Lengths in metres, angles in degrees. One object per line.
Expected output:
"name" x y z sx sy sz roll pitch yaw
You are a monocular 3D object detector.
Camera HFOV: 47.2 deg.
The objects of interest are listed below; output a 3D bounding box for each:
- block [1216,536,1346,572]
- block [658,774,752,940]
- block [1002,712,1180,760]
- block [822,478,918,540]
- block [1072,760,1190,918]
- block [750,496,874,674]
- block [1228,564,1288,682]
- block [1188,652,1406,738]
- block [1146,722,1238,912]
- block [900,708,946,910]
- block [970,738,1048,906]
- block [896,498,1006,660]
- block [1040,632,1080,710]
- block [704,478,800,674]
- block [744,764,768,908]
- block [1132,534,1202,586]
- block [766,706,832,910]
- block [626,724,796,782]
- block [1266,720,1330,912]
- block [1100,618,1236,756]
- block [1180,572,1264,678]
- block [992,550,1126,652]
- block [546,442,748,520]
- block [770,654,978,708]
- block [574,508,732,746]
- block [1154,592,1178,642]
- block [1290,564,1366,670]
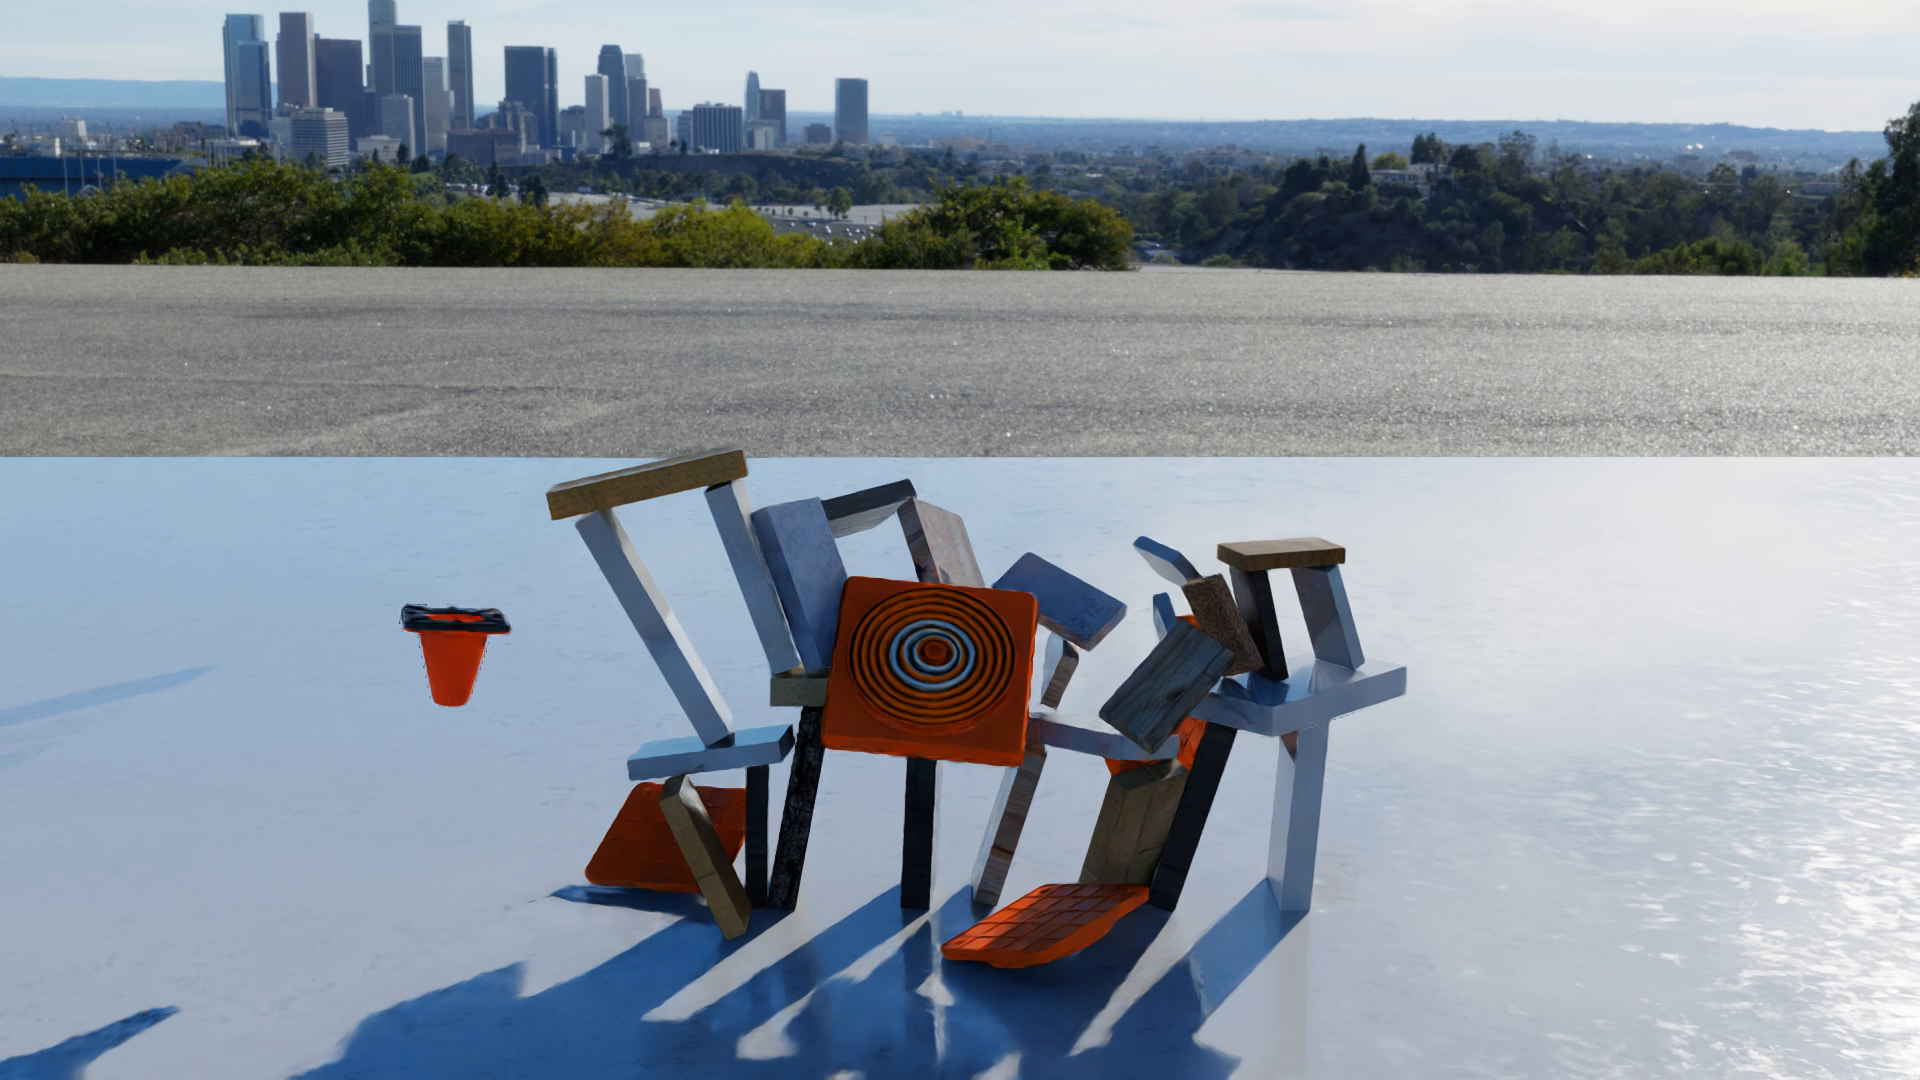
"block" 0.513 0.022 3.513 0.183 0.026 0.091 -4 13 -22
"block" -0.403 0.500 3.492 0.035 0.248 0.124 -24 10 3
"block" 0.209 0.316 3.555 0.134 0.038 0.268 4 2 -42
"block" -0.216 -0.044 4.080 0.138 0.039 0.275 -34 -11 39
"block" 0.273 0.479 3.533 0.134 0.268 0.038 -12 40 -35
"block" -0.242 0.071 3.611 0.039 0.275 0.138 -23 -6 35
"block" 0.476 0.128 3.510 0.026 0.183 0.091 -18 17 -14
"block" 0.545 0.242 3.532 0.340 0.048 0.170 -11 15 -42
"block" 0.390 0.426 3.625 0.048 0.340 0.170 19 13 7
"block" -0.060 0.424 3.641 0.047 0.335 0.167 3 11 4
"block" 0.079 0.458 3.644 0.038 0.268 0.134 17 8 -5
"block" -0.015 0.067 3.765 0.039 0.275 0.138 -34 -32 26
"block" 0.176 0.190 3.783 0.030 0.104 0.209 20 28 -5
"block" -0.332 0.051 3.584 0.044 0.314 0.157 -20 9 3
"block" -0.337 0.470 3.634 0.035 0.248 0.124 1 11 -6
"block" 0.347 0.041 3.616 0.023 0.081 0.162 -45 21 -6
"block" -0.263 0.423 3.642 0.047 0.335 0.167 10 10 -3
"block" -0.401 0.343 3.557 0.248 0.035 0.124 -8 7 7
"block" 0.559 0.421 3.638 0.048 0.340 0.170 4 11 -1
"block" 0.325 0.228 3.437 0.104 0.030 0.209 35 66 21
"block" 0.417 0.136 3.494 0.023 0.162 0.081 -28 5 -33
"block" 0.168 0.104 3.752 0.209 0.030 0.104 29 53 27
"block" -0.499 -0.095 3.538 0.314 0.044 0.157 -13 7 -4
"block" -0.141 0.231 3.621 0.335 0.047 0.167 1 11 -2
"block" -0.493 0.134 3.563 0.044 0.413 0.157 -29 8 0
"block" 0.345 0.173 3.541 0.023 0.081 0.162 -13 56 -5
"block" 0.595 0.118 3.564 0.026 0.183 0.091 -31 26 -25
